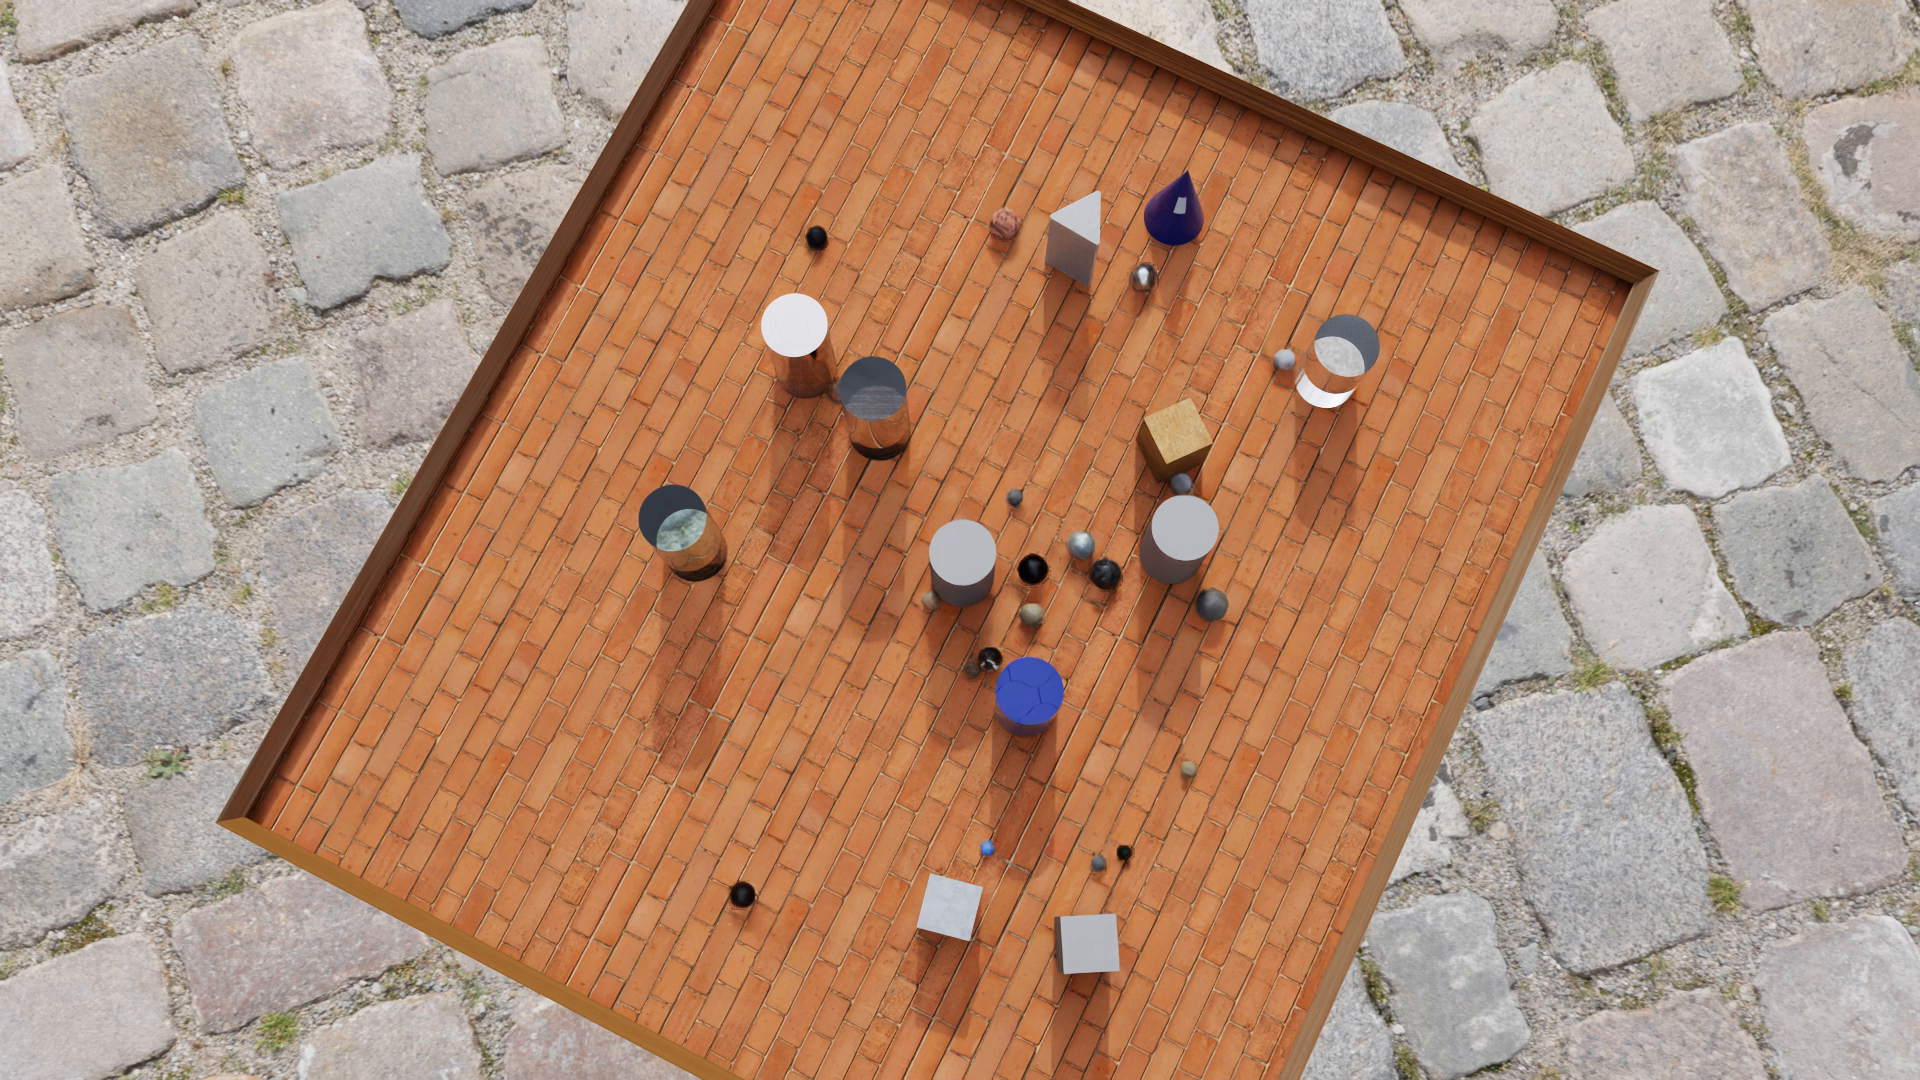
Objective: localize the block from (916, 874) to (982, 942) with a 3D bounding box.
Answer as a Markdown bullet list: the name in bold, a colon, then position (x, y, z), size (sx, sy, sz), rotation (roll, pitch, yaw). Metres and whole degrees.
- **block**: position (-0.029, 1.059, 5.279), size (0.154, 0.232, 0.154), rotation (14, 79, 3)

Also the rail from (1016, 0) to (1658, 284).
- **rail**: position (0.760, -1.481, 5.858), size (3.114, 0.125, 0.045), rotation (26, 80, 5)

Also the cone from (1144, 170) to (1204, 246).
- **cone**: position (0.681, -1.065, 5.647), size (0.193, 0.372, 0.193), rotation (0, 78, 0)

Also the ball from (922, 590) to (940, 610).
- **ball**: position (-0.088, 0.183, 5.537), size (0.057, 0.057, 0.057), rotation (0, 78, 0)

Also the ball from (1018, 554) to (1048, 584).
- **ball**: position (0.221, 0.089, 5.550), size (0.094, 0.094, 0.094), rotation (0, 78, 0)

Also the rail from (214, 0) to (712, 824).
- **rail**: position (-1.372, -0.665, 5.689), size (0.045, 0.125, 3.445), rotation (26, 80, 5)

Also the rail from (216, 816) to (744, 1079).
- **rail**: position (-0.760, 1.495, 5.242), size (3.114, 0.125, 0.045), rotation (26, 80, 5)

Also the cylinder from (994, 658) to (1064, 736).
- **cylinder**: position (0.197, 0.461, 5.344), size (0.193, 0.347, 0.193), rotation (0, 78, 0)

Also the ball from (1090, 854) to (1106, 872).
- **ball**: position (0.408, 0.951, 5.396), size (0.047, 0.047, 0.047), rotation (0, 78, 0)

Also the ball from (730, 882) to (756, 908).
- **ball**: position (-0.636, 1.039, 5.362), size (0.077, 0.077, 0.077), rotation (0, 78, 0)

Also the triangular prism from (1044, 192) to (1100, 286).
- **triangular prism**: position (0.376, -0.939, 5.620), size (0.167, 0.373, 0.145), rotation (31, 80, 6)

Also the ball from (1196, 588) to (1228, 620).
- **ball**: position (0.760, 0.193, 5.527), size (0.096, 0.096, 0.096), rotation (0, 78, 0)

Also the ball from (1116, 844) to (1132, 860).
- **ball**: position (0.485, 0.922, 5.402), size (0.046, 0.046, 0.046), rotation (0, 78, 0)

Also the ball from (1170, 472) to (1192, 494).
- **ball**: position (0.677, -0.174, 5.618), size (0.068, 0.068, 0.068), rotation (0, 78, 0)

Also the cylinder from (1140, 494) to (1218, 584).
- **cylinder**: position (0.645, 0.002, 5.426), size (0.193, 0.371, 0.193), rotation (0, 78, 0)

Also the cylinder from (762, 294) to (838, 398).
- **cylinder**: position (-0.479, -0.578, 5.516), size (0.193, 0.432, 0.193), rotation (0, 78, 0)

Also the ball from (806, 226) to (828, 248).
- **ball**: position (-0.452, -0.956, 5.778), size (0.070, 0.070, 0.070), rotation (0, 78, 0)

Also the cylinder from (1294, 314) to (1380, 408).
- **cylinder**: position (1.140, -0.539, 5.559), size (0.193, 0.332, 0.193), rotation (0, 78, 0)

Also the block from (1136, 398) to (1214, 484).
- **block**: position (0.647, -0.299, 5.549), size (0.154, 0.252, 0.154), rotation (-24, 79, -5)

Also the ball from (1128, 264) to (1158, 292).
- **ball**: position (0.574, -0.821, 5.740), size (0.091, 0.091, 0.091), rotation (0, 78, 0)

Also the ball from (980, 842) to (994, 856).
- **ball**: position (0.081, 0.912, 5.406), size (0.042, 0.042, 0.042), rotation (0, 78, 0)

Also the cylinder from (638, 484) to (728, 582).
- **cylinder**: position (-0.808, -0.015, 5.380), size (0.193, 0.469, 0.193), rotation (0, 78, 0)

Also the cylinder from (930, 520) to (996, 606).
- **cylinder**: position (0.008, 0.072, 5.419), size (0.193, 0.358, 0.193), rotation (0, 78, 0)

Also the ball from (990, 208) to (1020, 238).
- **ball**: position (0.141, -0.997, 5.774), size (0.096, 0.096, 0.096), rotation (0, 78, 0)

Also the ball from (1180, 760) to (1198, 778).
- **ball**: position (0.679, 0.682, 5.450), size (0.050, 0.050, 0.050), rotation (0, 78, 0)

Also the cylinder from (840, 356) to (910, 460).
- **cylinder**: position (-0.249, -0.386, 5.461), size (0.193, 0.461, 0.193), rotation (0, 78, 0)

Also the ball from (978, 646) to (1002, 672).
- **ball**: position (0.092, 0.357, 5.505), size (0.073, 0.073, 0.073), rotation (0, 78, 0)

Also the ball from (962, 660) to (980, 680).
- **ball**: position (0.035, 0.391, 5.507), size (0.056, 0.056, 0.056), rotation (0, 78, 0)

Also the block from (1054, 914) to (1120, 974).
- **block**: position (0.358, 1.145, 5.210), size (0.154, 0.333, 0.154), rotation (-3, 78, -1)

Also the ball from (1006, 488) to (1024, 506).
- **ball**: position (0.168, -0.131, 5.617), size (0.052, 0.052, 0.052), rotation (0, 78, 0)

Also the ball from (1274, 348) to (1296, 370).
- **ball**: position (1.009, -0.560, 5.698), size (0.068, 0.068, 0.068), rotation (0, 78, 0)

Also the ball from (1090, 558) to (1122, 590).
- **ball**: position (0.441, 0.102, 5.547), size (0.094, 0.094, 0.094), rotation (0, 78, 0)

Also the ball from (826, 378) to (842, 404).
- **ball**: position (-0.373, -0.462, 5.672), size (0.078, 0.078, 0.078), rotation (0, 78, 0)

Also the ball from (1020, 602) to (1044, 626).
- **ball**: position (0.217, 0.225, 5.532), size (0.073, 0.073, 0.073), rotation (0, 78, 0)

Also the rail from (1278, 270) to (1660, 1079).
- **rail**: position (1.372, 0.678, 5.411), size (0.045, 0.125, 3.445), rotation (26, 80, 5)

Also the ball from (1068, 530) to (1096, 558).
- **ball**: position (0.368, 0.015, 5.570), size (0.085, 0.085, 0.085), rotation (0, 78, 0)
